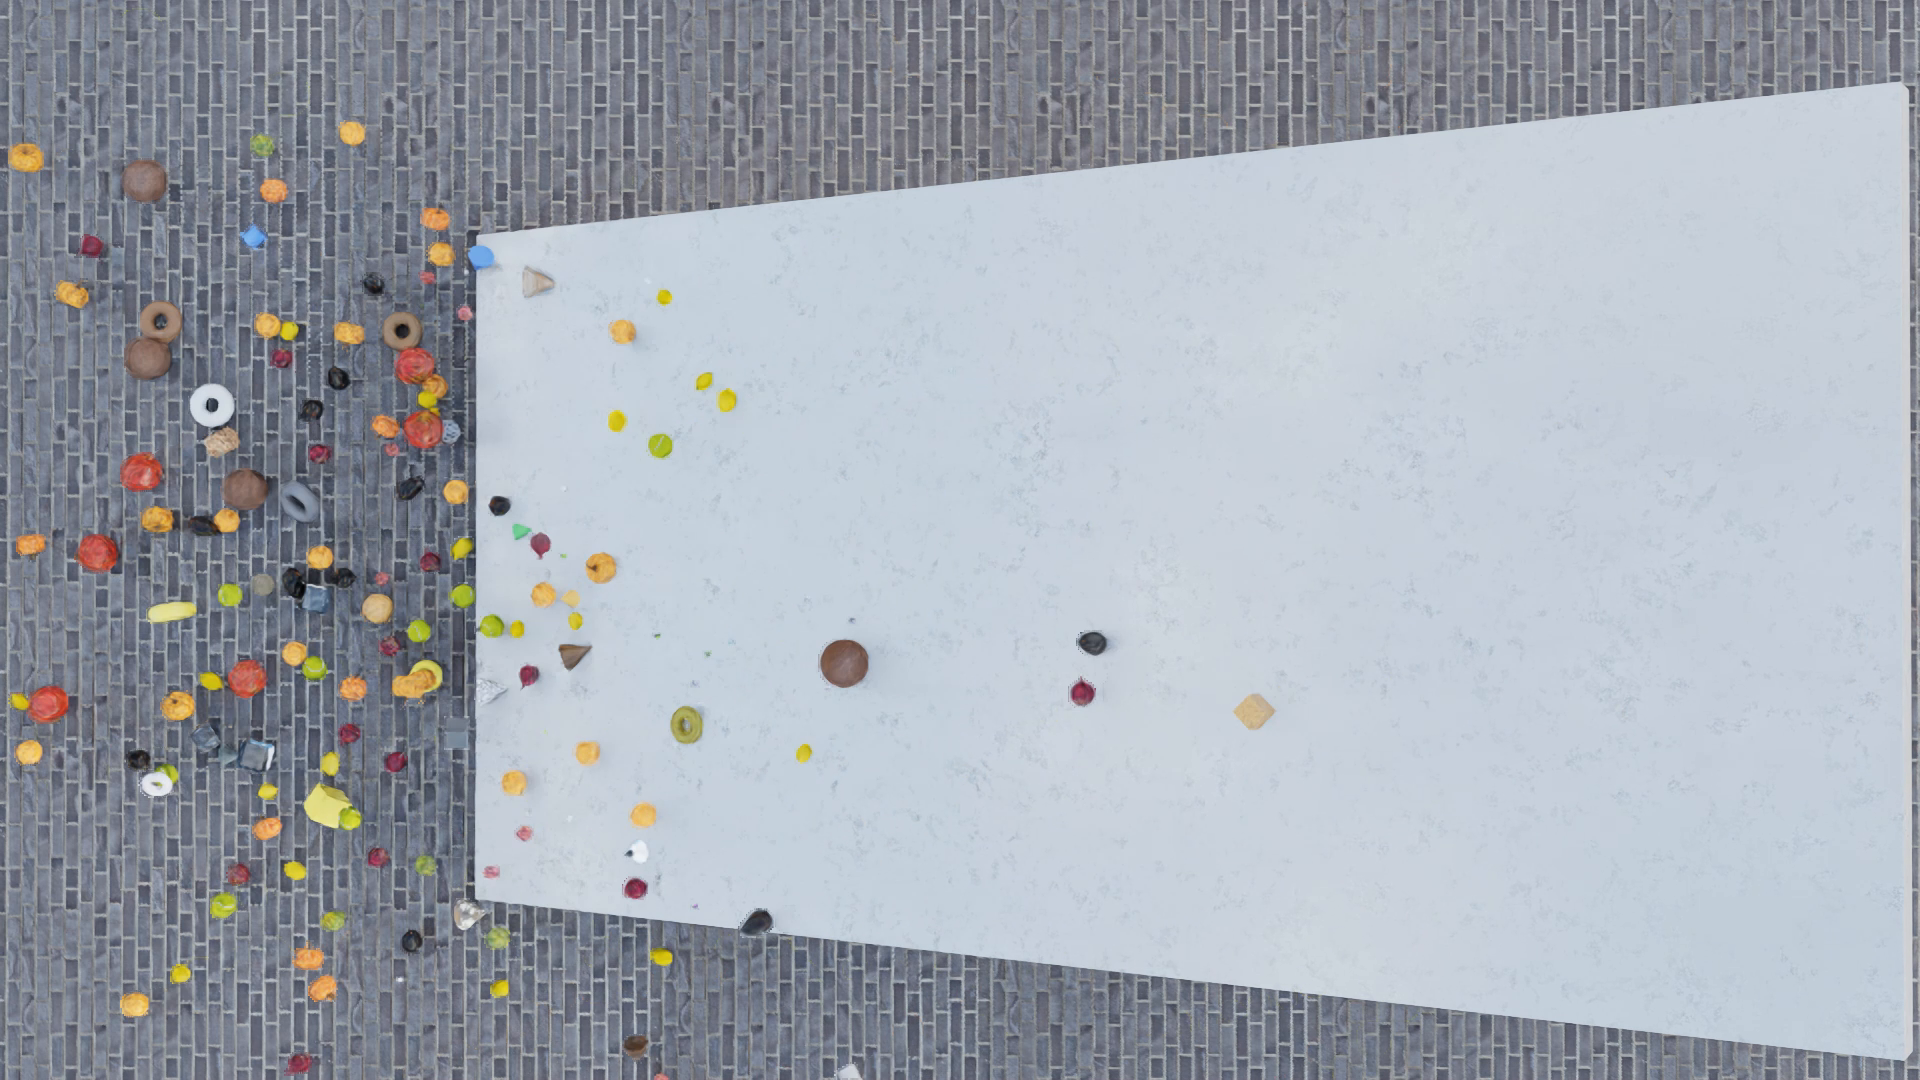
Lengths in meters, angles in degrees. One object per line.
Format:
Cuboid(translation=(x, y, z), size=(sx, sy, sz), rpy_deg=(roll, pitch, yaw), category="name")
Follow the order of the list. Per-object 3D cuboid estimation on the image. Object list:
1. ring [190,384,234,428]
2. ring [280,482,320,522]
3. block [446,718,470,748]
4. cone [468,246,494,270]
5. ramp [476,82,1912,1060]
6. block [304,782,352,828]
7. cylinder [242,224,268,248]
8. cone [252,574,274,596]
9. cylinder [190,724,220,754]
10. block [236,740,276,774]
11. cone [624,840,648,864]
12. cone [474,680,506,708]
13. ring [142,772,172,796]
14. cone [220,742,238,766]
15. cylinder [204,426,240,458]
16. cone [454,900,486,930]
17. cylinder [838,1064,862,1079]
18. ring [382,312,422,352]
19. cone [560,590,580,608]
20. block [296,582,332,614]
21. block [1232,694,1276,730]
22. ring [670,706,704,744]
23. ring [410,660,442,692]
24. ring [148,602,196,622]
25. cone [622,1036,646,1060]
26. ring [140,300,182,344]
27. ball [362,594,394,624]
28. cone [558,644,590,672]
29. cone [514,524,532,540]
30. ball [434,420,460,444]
Cuboid(translation=(-2.275, -0.411, 6.691), size=(0.134, 0.045, 0.134), rpy_deg=(0, 90, 1), category="ring")
Cuboid(translation=(-1.998, -0.114, 6.658), size=(0.139, 0.046, 0.139), rpy_deg=(15, 129, 20), category="ring")
Cuboid(translation=(-1.495, 0.574, 6.540), size=(0.062, 0.062, 0.062), rpy_deg=(0, 122, -7), category="block")
Cuboid(translation=(-1.445, -0.830, 6.603), size=(0.078, 0.078, 0.078), rpy_deg=(13, 57, -21), category="cone")
Cuboid(translation=(0.260, 0.071, 5.600), size=(4.000, 0.100, 2.000), rpy_deg=(0, 89, 32), category="ramp")
Cuboid(translation=(-1.910, 0.802, 6.639), size=(0.087, 0.087, 0.087), rpy_deg=(30, 94, -41), category="block")
Cuboid(translation=(-2.145, -0.923, 6.688), size=(0.052, 0.052, 0.052), rpy_deg=(-42, 90, 3), category="cylinder")
Cuboid(translation=(-2.126, 0.136, 6.674), size=(0.069, 0.069, 0.069), rpy_deg=(0, 89, 0), category="cone")
Cuboid(translation=(-2.289, 0.604, 6.670), size=(0.067, 0.067, 0.067), rpy_deg=(-34, 88, 0), category="cylinder")
Cuboid(translation=(-2.136, 0.655, 6.664), size=(0.078, 0.078, 0.078), rpy_deg=(15, 90, 0), category="block")
Cuboid(translation=(-0.932, 0.890, 6.246), size=(0.066, 0.066, 0.066), rpy_deg=(0, 89, 32), category="cone")
Cuboid(translation=(-1.386, 0.445, 6.552), size=(0.088, 0.088, 0.088), rpy_deg=(-22, 89, 24), category="cone")
Cuboid(translation=(-2.404, 0.730, 6.582), size=(0.089, 0.030, 0.089), rpy_deg=(-3, 124, -5), category="ring")
Cuboid(translation=(-2.209, 0.652, 6.686), size=(0.074, 0.074, 0.074), rpy_deg=(2, 89, -26), category="cone")
Cuboid(translation=(-2.236, -0.297, 6.666), size=(0.071, 0.071, 0.071), rpy_deg=(-23, 89, 22), category="cylinder")
Cuboid(translation=(-1.459, 1.125, 6.626), size=(0.091, 0.091, 0.091), rpy_deg=(-11, 89, 26), category="cone")
Cuboid(translation=(-0.311, 1.517, 6.214), size=(0.053, 0.053, 0.053), rpy_deg=(-29, 89, 0), category="cylinder")
Cuboid(translation=(-1.698, -0.635, 6.695), size=(0.125, 0.042, 0.125), rpy_deg=(0, 90, -1), category="ring")
Cuboid(translation=(-1.144, 0.170, 6.393), size=(0.054, 0.054, 0.054), rpy_deg=(0, 89, 32), category="cone")
Cuboid(translation=(-1.957, 0.176, 6.657), size=(0.073, 0.073, 0.073), rpy_deg=(14, 91, -30), category="block")
Cuboid(translation=(0.699, 0.408, 5.225), size=(0.060, 0.060, 0.060), rpy_deg=(-49, 66, 22), category="block")
Cuboid(translation=(-0.765, 0.520, 6.163), size=(0.109, 0.036, 0.109), rpy_deg=(1, 91, 32), category="ring")
Cuboid(translation=(-1.622, 0.413, 6.690), size=(0.098, 0.033, 0.098), rpy_deg=(0, 91, 0), category="ring")
Cuboid(translation=(-2.375, 0.216, 6.632), size=(0.137, 0.137, 0.046), rpy_deg=(-10, 86, 0), category="ring")
Cuboid(translation=(-0.975, 1.550, 6.649), size=(0.072, 0.072, 0.072), rpy_deg=(-12, 124, 0), category="cone")
Cuboid(translation=(-2.431, -0.663, 6.693), size=(0.131, 0.044, 0.131), rpy_deg=(0, 88, 2), category="ring")
Cuboid(translation=(-1.763, 0.207, 6.662), size=(0.091, 0.091, 0.091), rpy_deg=(0, 89, 0), category="ball")
Cuboid(translation=(-1.106, 0.325, 6.377), size=(0.086, 0.086, 0.086), rpy_deg=(-24, 90, 10), category="cone")
Cuboid(translation=(-1.288, -0.027, 6.504), size=(0.052, 0.052, 0.052), rpy_deg=(-6, 89, 5), category="cone")
Cuboid(translation=(-1.549, -0.326, 6.642), size=(0.076, 0.076, 0.076), rpy_deg=(0, 89, 0), category="ball")
